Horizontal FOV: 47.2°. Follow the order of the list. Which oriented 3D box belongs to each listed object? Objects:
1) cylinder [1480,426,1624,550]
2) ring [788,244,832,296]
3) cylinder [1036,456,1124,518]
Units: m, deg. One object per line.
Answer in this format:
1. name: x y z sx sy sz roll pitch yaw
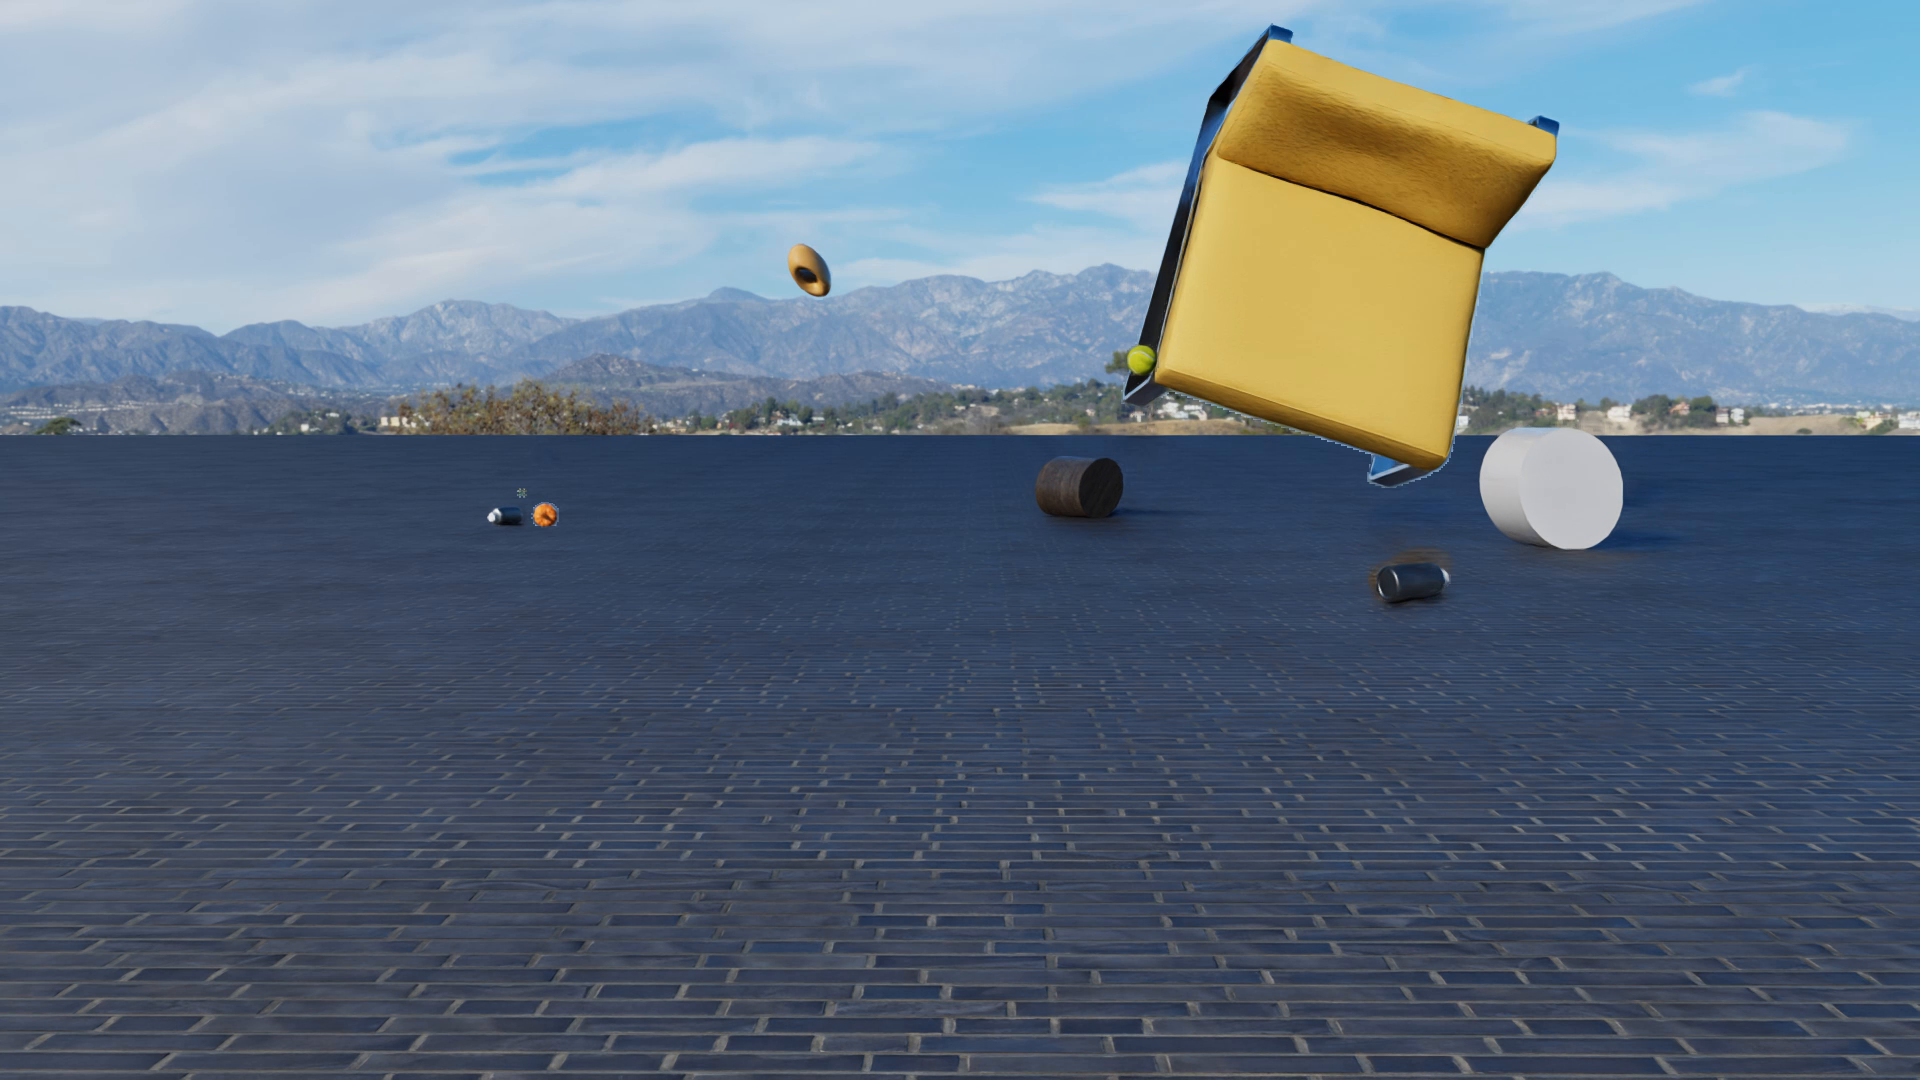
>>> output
1. cylinder: 1.680 -0.151 6.259 0.301 0.346 0.292 -21 6 -6
2. ring: -0.557 -0.999 8.149 0.122 0.109 0.233 -20 -45 23
3. cylinder: 0.420 -0.188 7.747 0.192 0.219 0.244 41 -20 -31
